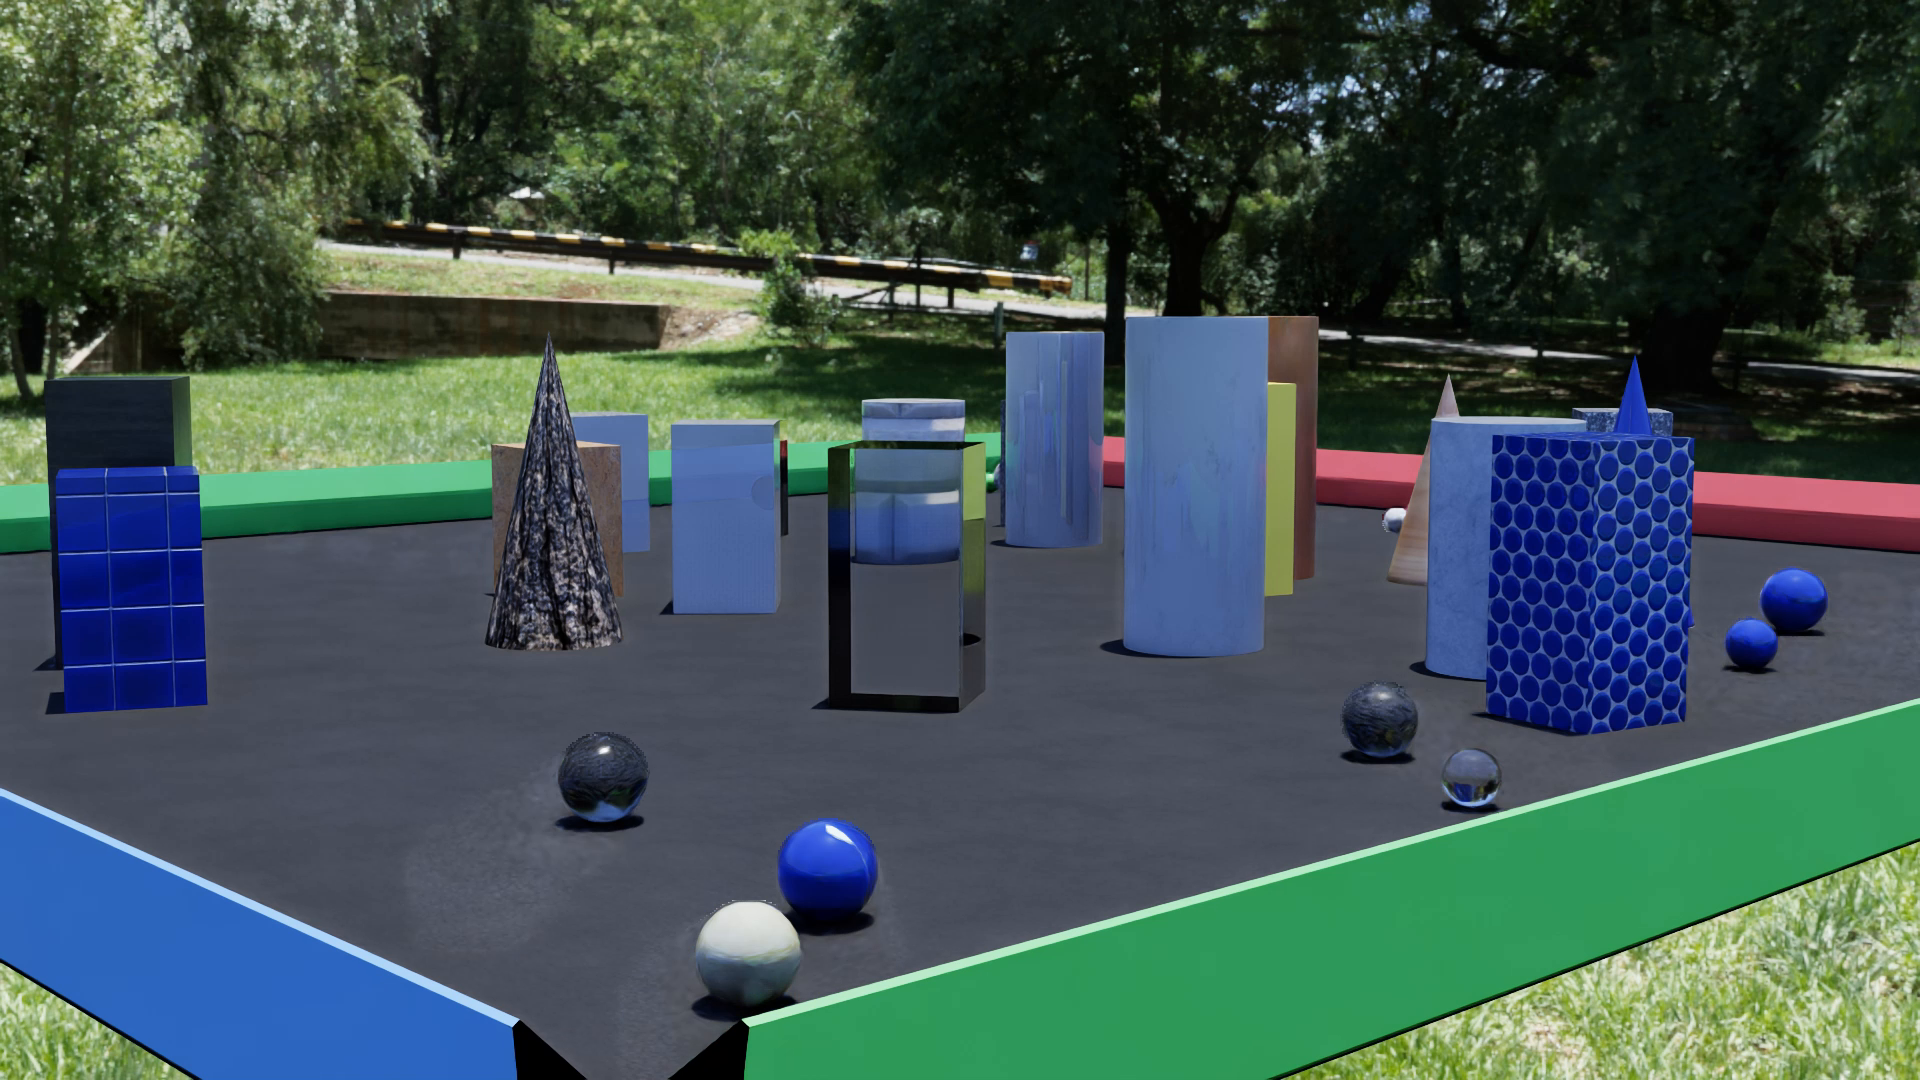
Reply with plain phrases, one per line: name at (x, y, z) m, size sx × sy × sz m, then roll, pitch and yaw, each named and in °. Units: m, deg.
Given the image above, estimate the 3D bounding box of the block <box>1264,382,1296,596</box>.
block at (0.417, -0.081, 3.425) m, size 0.148 × 0.326 × 0.148 m, roll -3°, pitch 7°, yaw -27°

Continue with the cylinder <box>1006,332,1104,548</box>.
cylinder at (0.178, -0.192, 4.138) m, size 0.185 × 0.396 × 0.185 m, roll 0°, pitch 6°, yaw 0°

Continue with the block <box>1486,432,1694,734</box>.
block at (0.679, 0.041, 2.376) m, size 0.148 × 0.305 × 0.148 m, roll -4°, pitch 7°, yaw -30°

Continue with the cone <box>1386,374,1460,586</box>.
cone at (0.788, -0.102, 3.565) m, size 0.185 × 0.338 × 0.185 m, roll 0°, pitch 6°, yaw 0°

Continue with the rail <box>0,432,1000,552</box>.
rail at (-1.106, -0.096, 4.524) m, size 3.472 × 0.120 × 0.045 m, roll -6°, pitch 8°, yaw -42°

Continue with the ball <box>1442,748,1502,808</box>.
ball at (0.456, 0.212, 1.960) m, size 0.053 × 0.053 × 0.053 m, roll 0°, pitch 6°, yaw 0°

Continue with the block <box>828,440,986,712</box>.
block at (-0.058, 0.037, 2.489) m, size 0.148 × 0.289 × 0.148 m, roll 1°, pitch 6°, yaw 12°

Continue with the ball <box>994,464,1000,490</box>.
ball at (0.123, -0.149, 5.197) m, size 0.087 × 0.087 × 0.087 m, roll 0°, pitch 6°, yaw 0°

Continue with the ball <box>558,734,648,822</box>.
ball at (-0.309, 0.206, 1.902) m, size 0.076 × 0.076 × 0.076 m, roll 0°, pitch 6°, yaw 0°

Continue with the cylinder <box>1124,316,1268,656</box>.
cylinder at (0.307, -0.075, 2.870) m, size 0.185 × 0.431 × 0.185 m, roll 0°, pitch 6°, yaw 0°

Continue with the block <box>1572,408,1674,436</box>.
block at (1.141, -0.092, 3.806) m, size 0.148 × 0.266 × 0.148 m, roll 1°, pitch 6°, yaw 8°

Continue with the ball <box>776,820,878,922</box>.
ball at (-0.096, 0.240, 1.595) m, size 0.073 × 0.073 × 0.073 m, roll 0°, pitch 6°, yaw 0°

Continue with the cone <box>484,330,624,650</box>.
cone at (-0.542, -0.072, 2.921) m, size 0.185 × 0.413 × 0.185 m, roll 0°, pitch 6°, yaw 0°

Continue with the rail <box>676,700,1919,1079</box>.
rail at (1.106, 0.158, 2.141) m, size 3.472 × 0.120 × 0.045 m, roll -6°, pitch 8°, yaw -42°

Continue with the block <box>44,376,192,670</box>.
block at (-1.052, -0.026, 2.770) m, size 0.148 × 0.355 × 0.148 m, roll -1°, pitch 6°, yaw -11°

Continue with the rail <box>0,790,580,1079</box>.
rail at (-1.258, 0.154, 2.178) m, size 0.045 × 0.120 × 3.309 m, roll -6°, pitch 8°, yaw -42°

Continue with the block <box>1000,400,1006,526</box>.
block at (0.187, -0.157, 4.467) m, size 0.148 × 0.255 × 0.148 m, roll 5°, pitch 8°, yaw 41°

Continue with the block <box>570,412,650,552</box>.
block at (-0.669, -0.106, 4.020) m, size 0.148 × 0.249 × 0.148 m, roll -4°, pitch 7°, yaw -36°

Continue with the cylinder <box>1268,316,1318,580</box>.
cylinder at (0.497, -0.155, 3.640) m, size 0.185 × 0.428 × 0.185 m, roll 0°, pitch 6°, yaw 0°

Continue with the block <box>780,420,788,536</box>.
block at (-0.431, -0.117, 4.241) m, size 0.148 × 0.223 × 0.148 m, roll 2°, pitch 7°, yaw 21°

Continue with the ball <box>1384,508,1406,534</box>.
ball at (0.860, -0.039, 4.327) m, size 0.051 × 0.051 × 0.051 m, roll 0°, pitch 6°, yaw 0°

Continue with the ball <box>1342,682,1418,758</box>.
ball at (0.416, 0.178, 2.177) m, size 0.074 × 0.074 × 0.074 m, roll 0°, pitch 6°, yaw 0°

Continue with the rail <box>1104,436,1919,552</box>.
rail at (1.258, -0.092, 4.487) m, size 0.045 × 0.120 × 3.309 m, roll -6°, pitch 8°, yaw -42°

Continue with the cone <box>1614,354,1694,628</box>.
cone at (0.941, -0.072, 3.086) m, size 0.185 × 0.378 × 0.185 m, roll 0°, pitch 6°, yaw 0°

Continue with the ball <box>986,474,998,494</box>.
ball at (0.071, -0.135, 5.243) m, size 0.049 × 0.049 × 0.049 m, roll 0°, pitch 6°, yaw 0°

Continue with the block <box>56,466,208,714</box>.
block at (-0.938, 0.052, 2.494) m, size 0.148 × 0.258 × 0.148 m, roll -2°, pitch 6°, yaw -20°

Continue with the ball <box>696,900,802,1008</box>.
ball at (-0.135, 0.264, 1.401) m, size 0.067 × 0.067 × 0.067 m, roll 0°, pitch 6°, yaw 0°

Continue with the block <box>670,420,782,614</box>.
block at (-0.344, -0.037, 3.254) m, size 0.148 × 0.275 × 0.148 m, roll 0°, pitch 6°, yaw -1°

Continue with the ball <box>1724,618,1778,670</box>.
ball at (0.973, 0.128, 2.705) m, size 0.062 × 0.062 × 0.062 m, roll 0°, pitch 6°, yaw 0°

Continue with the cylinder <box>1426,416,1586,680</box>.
cylinder at (0.668, 0.006, 2.696) m, size 0.185 × 0.306 × 0.185 m, roll 0°, pitch 6°, yaw 0°

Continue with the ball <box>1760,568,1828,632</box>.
ball at (1.142, 0.083, 3.012) m, size 0.088 × 0.088 × 0.088 m, roll 0°, pitch 6°, yaw 0°

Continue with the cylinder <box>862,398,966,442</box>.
cylinder at (-0.083, -0.110, 3.929) m, size 0.185 × 0.277 × 0.185 m, roll 0°, pitch 6°, yaw 0°

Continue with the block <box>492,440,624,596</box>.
block at (-0.622, -0.031, 3.392) m, size 0.148 × 0.232 × 0.148 m, roll -4°, pitch 7°, yaw -35°
